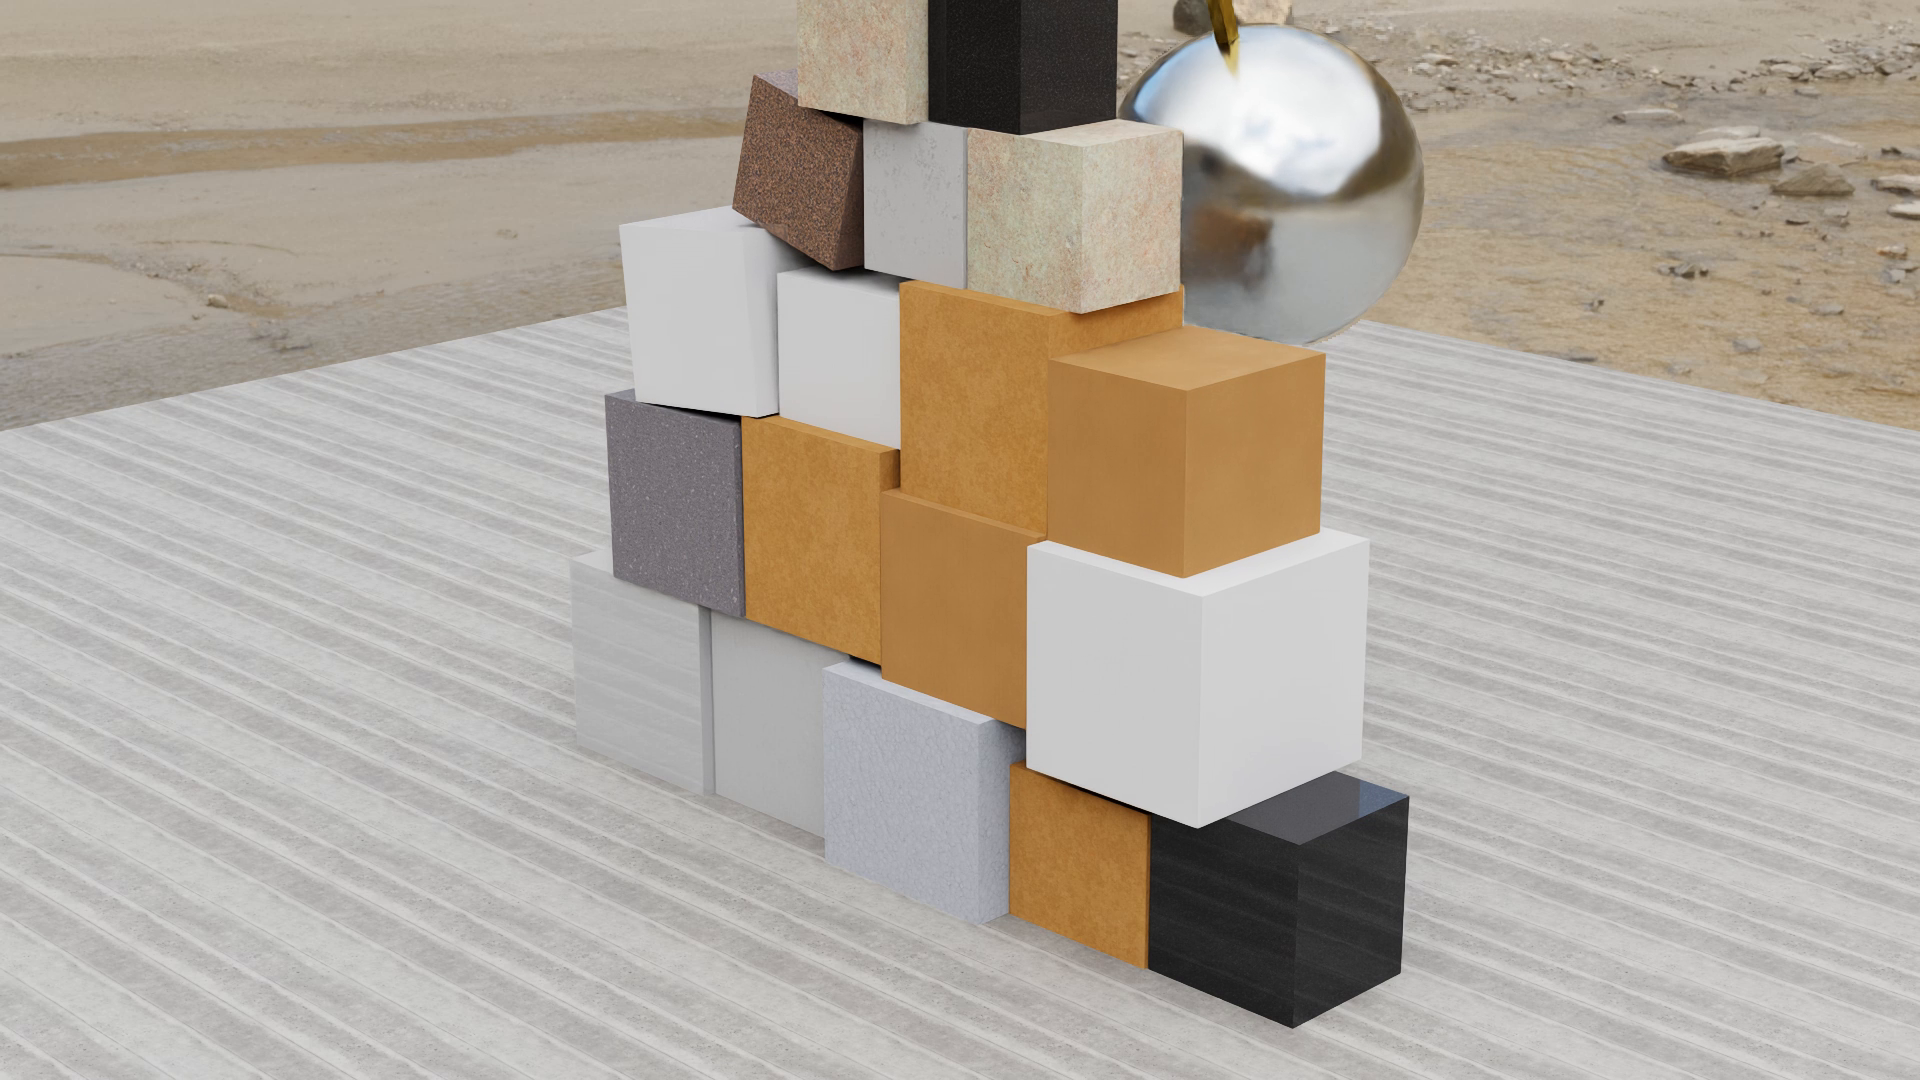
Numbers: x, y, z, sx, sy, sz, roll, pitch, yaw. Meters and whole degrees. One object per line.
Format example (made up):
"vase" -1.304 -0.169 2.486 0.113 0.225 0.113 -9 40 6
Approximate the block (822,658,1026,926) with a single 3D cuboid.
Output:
"block" 0.133 1.020 13.515 1.151 0.949 0.997 -17 24 -42

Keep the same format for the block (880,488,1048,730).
"block" 0.312 0.210 13.053 0.927 0.874 0.953 -17 24 -42

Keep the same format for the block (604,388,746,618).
"block" -1.027 -0.273 14.320 0.992 0.923 0.947 -17 23 -42

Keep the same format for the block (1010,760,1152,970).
"block" 0.779 1.326 12.939 0.782 0.711 0.802 -17 24 -42

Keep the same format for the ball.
"ball" 1.467 -1.719 14.339 1.600 1.600 1.600 0 17 0

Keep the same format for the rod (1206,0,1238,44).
"rod" 0.636 -4.514 12.589 0.080 5.200 0.080 17 44 42

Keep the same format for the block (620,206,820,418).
"block" -0.932 -1.124 13.950 0.950 0.848 0.888 -17 18 -42

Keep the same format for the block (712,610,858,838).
"block" -0.558 0.777 14.190 0.835 1.009 0.975 -17 24 -42

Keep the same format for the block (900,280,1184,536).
"block" 0.350 -0.653 12.772 0.844 0.942 0.886 -17 24 -42

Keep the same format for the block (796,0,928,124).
"block" -0.198 -2.210 12.831 0.765 0.615 0.684 -17 24 -42

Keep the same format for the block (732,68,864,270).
"block" -0.503 -1.715 13.323 0.684 0.657 0.709 -17 39 -42

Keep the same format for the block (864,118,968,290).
"block" 0.032 -1.533 12.853 0.669 0.688 0.610 -17 24 -42

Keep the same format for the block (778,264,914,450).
"block" -0.276 -0.875 13.343 0.719 0.670 0.844 -17 24 -42

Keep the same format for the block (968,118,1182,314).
"block" 0.483 -1.398 12.416 0.616 0.692 0.660 -17 24 -42

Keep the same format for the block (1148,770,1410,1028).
"block" 1.340 1.450 12.374 0.730 0.815 0.787 -17 24 -42

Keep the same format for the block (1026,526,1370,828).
"block" 1.004 0.484 12.436 0.961 0.990 1.080 16 24 43

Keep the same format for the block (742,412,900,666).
"block" -0.345 -0.107 13.670 0.950 0.990 0.923 -17 24 -42

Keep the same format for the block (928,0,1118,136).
"block" 0.267 -2.065 12.438 0.541 0.567 0.593 17 24 42

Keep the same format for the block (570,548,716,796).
"block" -1.272 0.574 14.857 0.954 0.997 1.002 -17 24 -42

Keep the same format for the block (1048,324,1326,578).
"block" 0.944 -0.388 12.258 0.882 0.782 0.755 -17 24 -42
